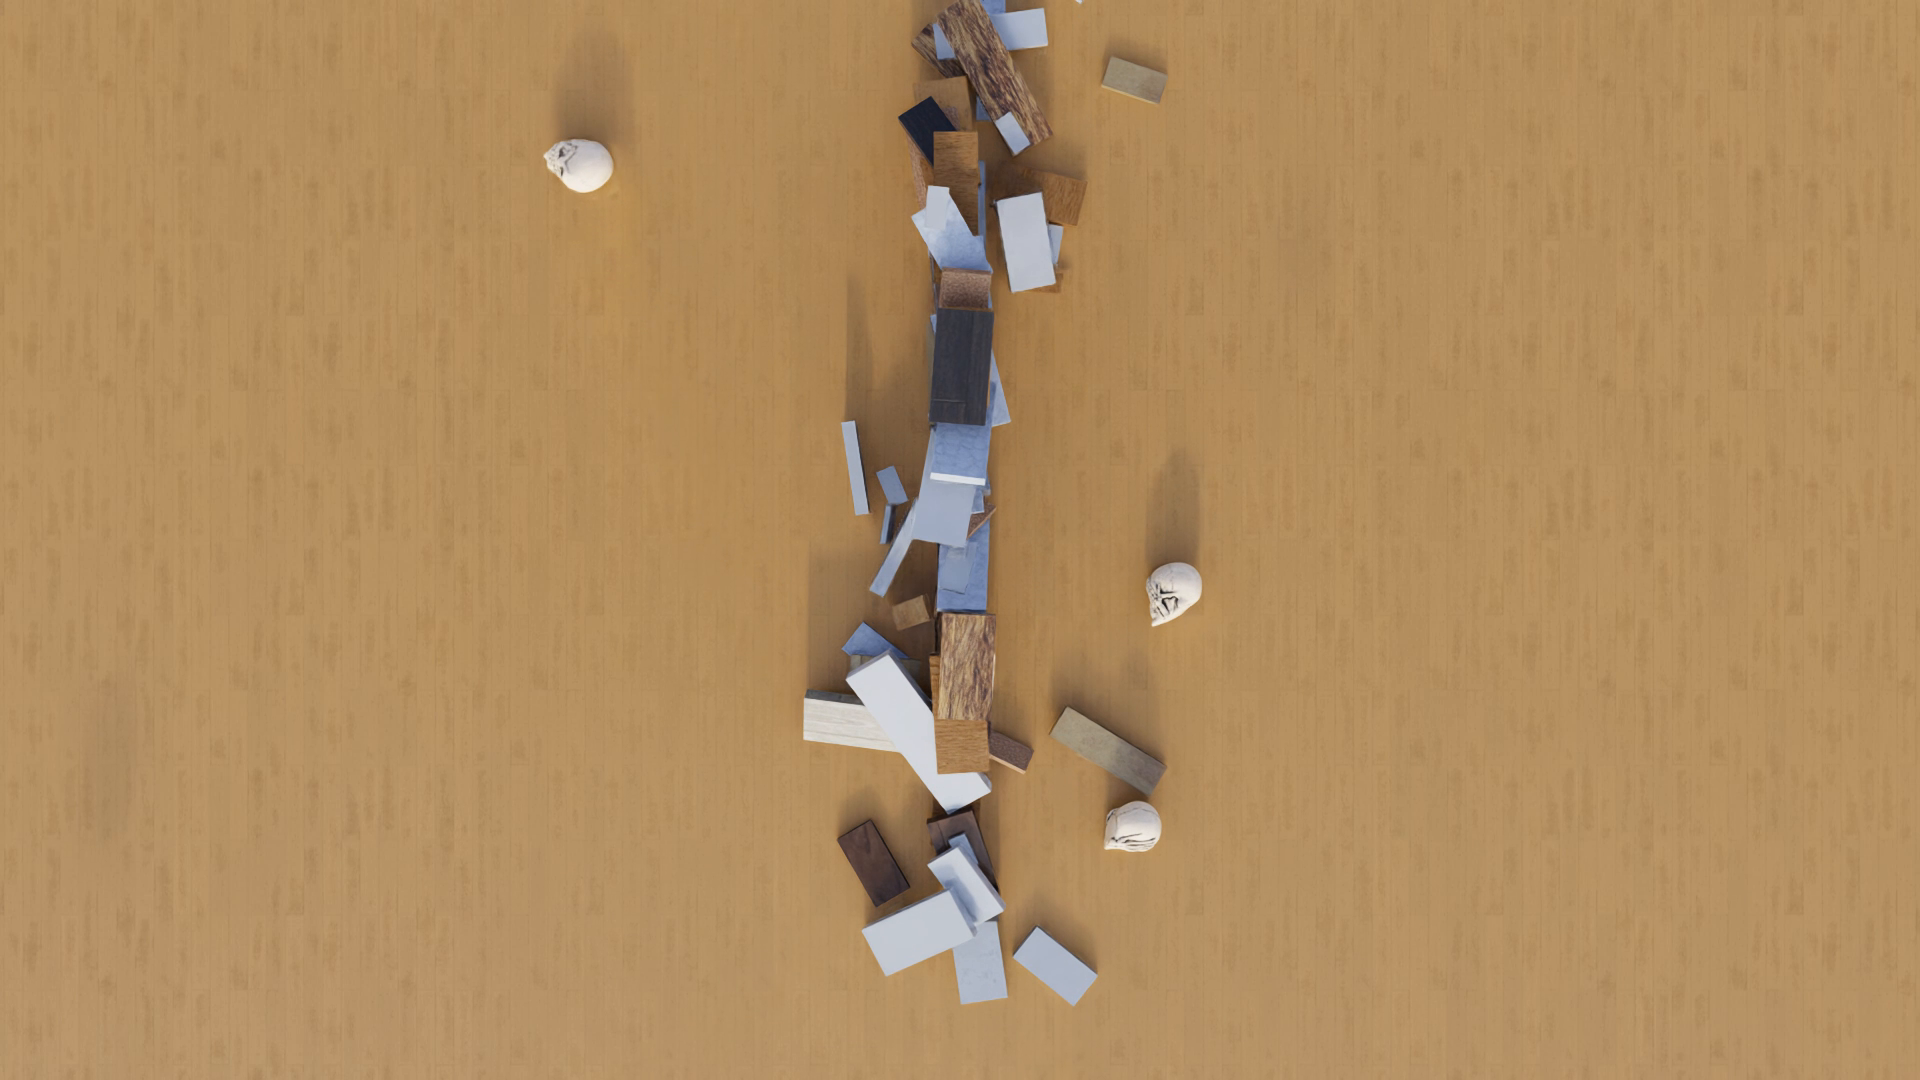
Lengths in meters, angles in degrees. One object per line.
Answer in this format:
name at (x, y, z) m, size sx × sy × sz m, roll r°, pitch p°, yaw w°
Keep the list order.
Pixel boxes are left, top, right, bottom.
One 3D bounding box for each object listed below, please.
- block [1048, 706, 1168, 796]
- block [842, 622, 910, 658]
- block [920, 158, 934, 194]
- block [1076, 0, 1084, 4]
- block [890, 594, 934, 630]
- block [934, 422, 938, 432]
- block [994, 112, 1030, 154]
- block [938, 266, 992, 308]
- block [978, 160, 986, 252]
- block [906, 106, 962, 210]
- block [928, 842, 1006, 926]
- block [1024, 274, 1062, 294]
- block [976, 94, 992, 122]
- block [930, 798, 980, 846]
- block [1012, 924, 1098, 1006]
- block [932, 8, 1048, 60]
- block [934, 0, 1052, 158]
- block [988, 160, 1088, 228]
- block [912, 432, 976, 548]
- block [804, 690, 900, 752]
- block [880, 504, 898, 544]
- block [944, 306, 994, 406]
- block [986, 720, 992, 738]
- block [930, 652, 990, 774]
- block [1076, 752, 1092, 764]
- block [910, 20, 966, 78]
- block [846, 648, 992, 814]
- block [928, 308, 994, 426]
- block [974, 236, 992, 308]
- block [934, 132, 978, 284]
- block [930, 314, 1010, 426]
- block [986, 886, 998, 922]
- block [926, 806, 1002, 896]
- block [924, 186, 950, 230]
block at (0.491, 0.698, 5.469) m, size 0.394 × 0.033 × 0.115 m, roll 32°, pitch 90°, yaw -4°
block at (-0.267, 0.387, 5.484) m, size 0.230 × 0.033 × 0.115 m, roll 38°, pitch 90°, yaw 0°
block at (-0.039, -1.107, 5.285) m, size 0.128 × 0.036 × 0.256 m, roll -13°, pitch 91°, yaw 0°
block at (0.340, -1.899, 5.484) m, size 0.230 × 0.033 × 0.115 m, roll 34°, pitch 90°, yaw 0°
block at (-0.157, 0.240, 5.428) m, size 0.024 × 0.169 × 0.085 m, roll -14°, pitch 85°, yaw -44°
block at (0.006, -0.426, 5.255) m, size 0.168 × 0.048 × 0.336 m, roll 3°, pitch 83°, yaw 1°
block at (0.173, -1.339, 5.428) m, size 0.062 × 0.018 × 0.124 m, roll -33°, pitch 98°, yaw 4°
block at (0.007, -0.696, 5.155) m, size 0.151 × 0.043 × 0.302 m, roll 5°, pitch 118°, yaw -3°
block at (-0.004, -1.076, 5.475) m, size 0.176 × 0.050 × 0.353 m, roll 0°, pitch 90°, yaw 0°
block at (-0.066, -1.206, 5.328) m, size 0.176 × 0.050 × 0.353 m, roll -10°, pitch 90°, yaw 0°
block at (0.023, 1.129, 5.394) m, size 0.130 × 0.037 × 0.259 m, roll -34°, pitch 94°, yaw 23°
block at (0.278, -0.856, 5.491) m, size 0.124 × 0.018 × 0.062 m, roll 3°, pitch 90°, yaw 0°
block at (0.107, -1.496, 5.486) m, size 0.100 × 0.028 × 0.201 m, roll 1°, pitch 90°, yaw 0°
block at (-0.010, 0.858, 5.478) m, size 0.157 × 0.044 × 0.314 m, roll 4°, pitch 90°, yaw 0°
block at (0.316, 1.413, 5.482) m, size 0.259 × 0.037 × 0.130 m, roll 39°, pitch 90°, yaw 0°
block at (0.101, -1.669, 5.447) m, size 0.368 × 0.033 × 0.115 m, roll -8°, pitch 98°, yaw 0°
block at (0.112, -1.528, 5.429) m, size 0.152 × 0.043 × 0.520 m, roll -30°, pitch 98°, yaw 3°
block at (0.258, -1.148, 5.479) m, size 0.303 × 0.043 × 0.152 m, roll 14°, pitch 90°, yaw 0°
block at (-0.038, -0.157, 5.182) m, size 0.170 × 0.048 × 0.339 m, roll 10°, pitch 87°, yaw 2°
block at (-0.230, 0.609, 5.412) m, size 0.564 × 0.049 × 0.174 m, roll 7°, pitch 123°, yaw 4°
block at (-0.235, -0.053, 5.457) m, size 0.018 × 0.064 × 0.128 m, roll 12°, pitch 99°, yaw 16°
block at (0.020, -0.570, 5.116) m, size 0.151 × 0.043 × 0.301 m, roll 2°, pitch 98°, yaw -2°
block at (0.060, 0.554, 5.318) m, size 0.085 × 0.024 × 0.169 m, roll 2°, pitch 78°, yaw -1°
block at (-0.001, 0.549, 5.253) m, size 0.167 × 0.047 × 0.385 m, roll -4°, pitch 97°, yaw 0°
block at (0.440, 0.681, 5.492) m, size 0.058 × 0.016 × 0.115 m, roll 33°, pitch 90°, yaw 0°
block at (-0.056, -1.617, 5.486) m, size 0.201 × 0.028 × 0.100 m, roll 42°, pitch 90°, yaw 0°
block at (-0.130, 0.623, 5.336) m, size 0.170 × 0.048 × 0.579 m, roll -31°, pitch 105°, yaw 18°
block at (0.004, -0.533, 5.074) m, size 0.174 × 0.049 × 0.347 m, roll 4°, pitch 97°, yaw -2°
block at (0.021, -0.811, 5.197) m, size 0.139 × 0.039 × 0.277 m, roll -8°, pitch 98°, yaw 0°
block at (-0.013, -1.046, 5.203) m, size 0.139 × 0.039 × 0.469 m, roll 0°, pitch 98°, yaw -1°
block at (0.033, -0.551, 5.322) m, size 0.168 × 0.048 × 0.393 m, roll -14°, pitch 88°, yaw -1°
block at (0.097, 1.200, 5.438) m, size 0.058 × 0.016 × 0.115 m, roll -2°, pitch 100°, yaw 0°
block at (0.013, 1.047, 5.439) m, size 0.157 × 0.044 × 0.314 m, roll -17°, pitch 102°, yaw 5°
block at (-0.072, -1.026, 5.096) m, size 0.065 × 0.018 × 0.130 m, roll 6°, pitch 98°, yaw -2°
